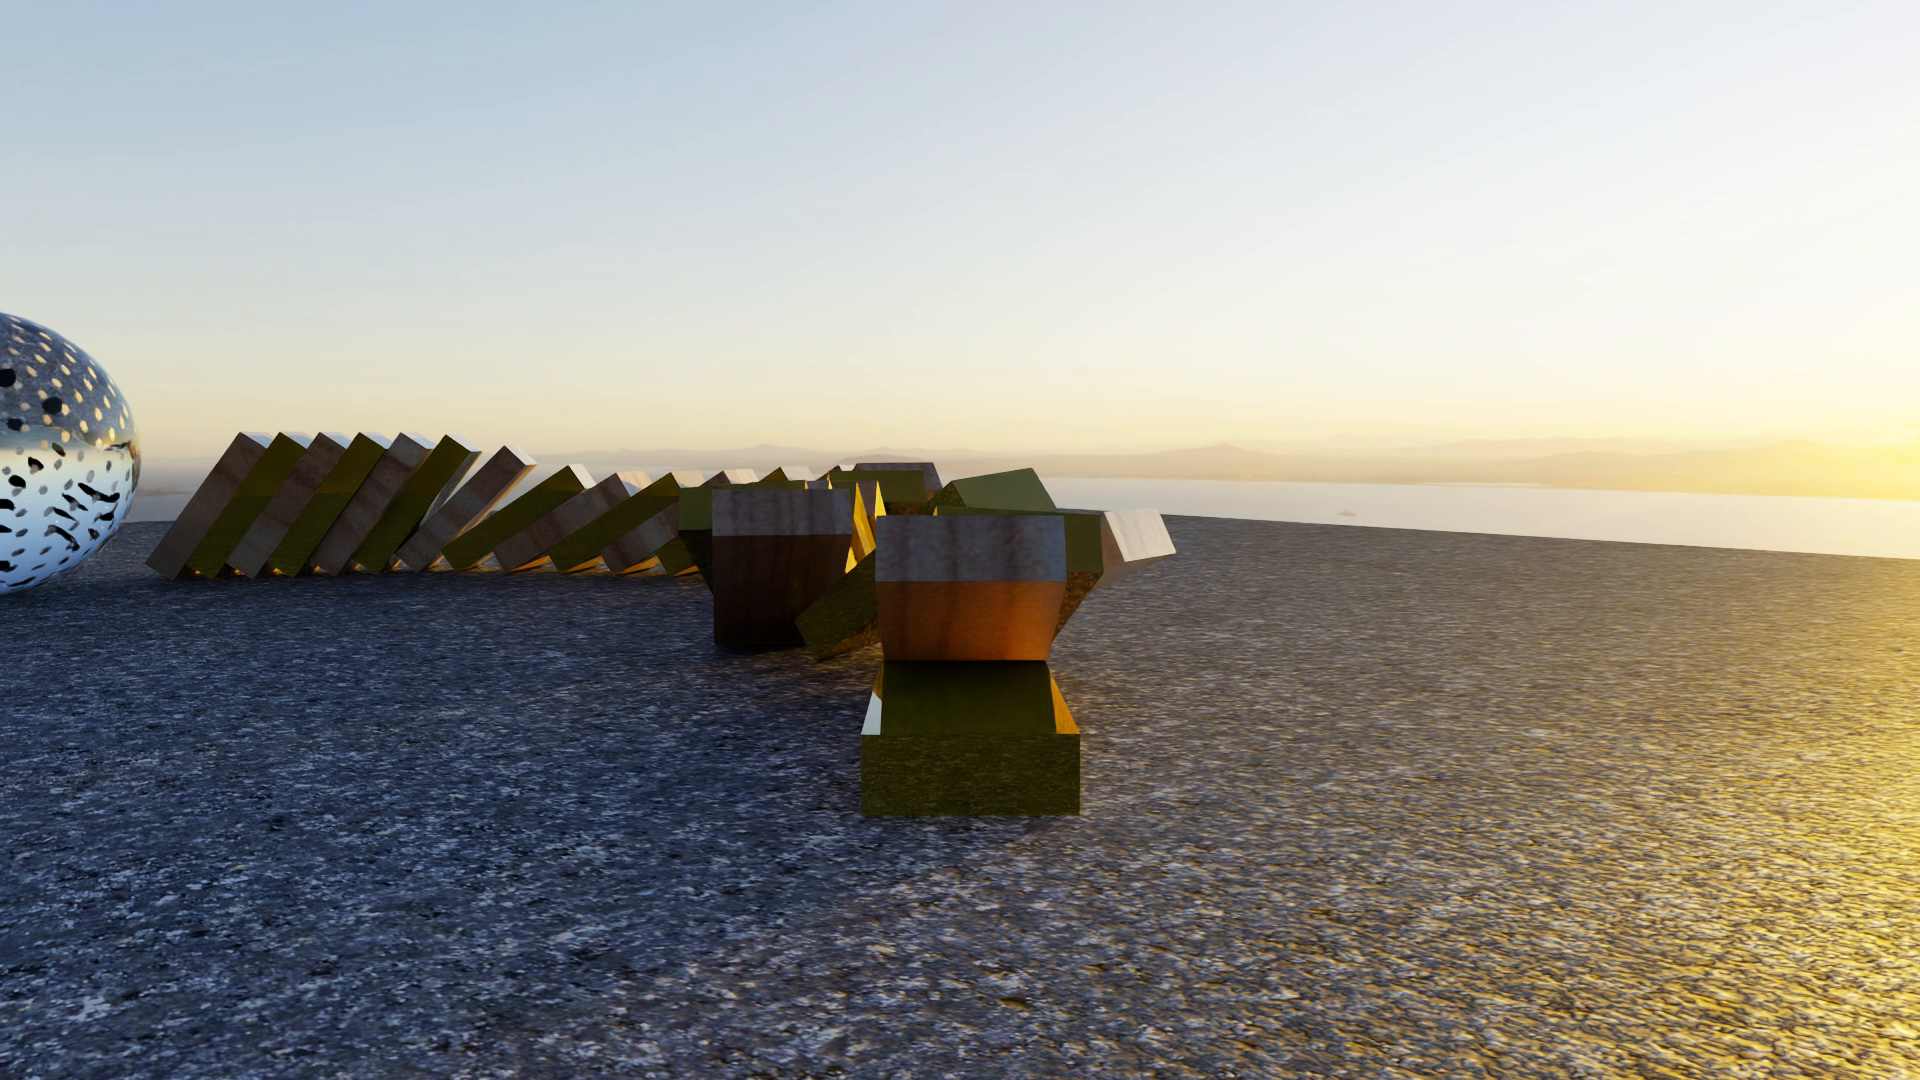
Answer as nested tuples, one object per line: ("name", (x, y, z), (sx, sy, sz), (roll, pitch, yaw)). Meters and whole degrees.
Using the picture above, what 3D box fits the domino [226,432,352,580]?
("domino", (-0.214, -0.012, 0.415), (0.009, 0.050, 0.025), (35, -3, -12))

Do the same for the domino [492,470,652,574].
("domino", (-0.128, -0.006, 0.428), (0.050, 0.009, 0.025), (-30, 0, 8))

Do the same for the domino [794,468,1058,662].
("domino", (-0.007, 0.005, 0.247), (0.050, 0.009, 0.025), (-40, -17, 35))

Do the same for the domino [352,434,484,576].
("domino", (-0.181, -0.012, 0.429), (0.010, 0.050, 0.025), (37, -3, -11))

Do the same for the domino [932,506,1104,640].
("domino", (0.004, 0.010, 0.213), (0.025, 0.009, 0.050), (3, -24, -10))

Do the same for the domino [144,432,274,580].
("domino", (-0.237, -0.012, 0.412), (0.010, 0.050, 0.025), (35, -3, -12))

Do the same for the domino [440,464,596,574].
("domino", (-0.148, -0.008, 0.434), (0.050, 0.009, 0.025), (-34, 7, -3))

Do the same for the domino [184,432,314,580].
("domino", (-0.226, -0.012, 0.413), (0.009, 0.050, 0.025), (35, -3, -12))

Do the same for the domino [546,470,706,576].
("domino", (-0.109, -0.006, 0.423), (0.050, 0.009, 0.025), (-30, -1, 10))

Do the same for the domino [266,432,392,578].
("domino", (-0.203, -0.012, 0.418), (0.009, 0.050, 0.025), (35, -3, -12))

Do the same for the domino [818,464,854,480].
("domino", (-0.052, -0.006, 0.408), (0.050, 0.009, 0.025), (-33, -6, 13))

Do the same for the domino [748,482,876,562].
("domino", (-0.034, 0.002, 0.313), (0.025, 0.009, 0.050), (0, -27, 5))

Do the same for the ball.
("ball", (-0.272, -0.024, 0.352), (0.080, 0.080, 0.080), (0, 4, 0))

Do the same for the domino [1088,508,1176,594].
("domino", (0.014, 0.009, 0.247), (0.050, 0.009, 0.025), (-27, -11, 29))

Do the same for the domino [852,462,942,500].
("domino", (-0.028, -0.004, 0.376), (0.025, 0.009, 0.050), (-3, -31, -34))

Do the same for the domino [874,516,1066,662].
("domino", (0.001, 0.011, 0.192), (0.025, 0.009, 0.050), (0, -24, -1))

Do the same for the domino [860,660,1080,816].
("domino", (0.001, 0.025, 0.171), (0.025, 0.010, 0.050), (0, 4, -1))

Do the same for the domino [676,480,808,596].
("domino", (-0.041, 0.004, 0.273), (0.025, 0.010, 0.050), (-4, -27, 2))

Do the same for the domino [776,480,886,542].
("domino", (-0.031, 0.001, 0.332), (0.025, 0.009, 0.050), (0, -26, 4))

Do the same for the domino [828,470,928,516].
("domino", (-0.026, -0.002, 0.354), (0.025, 0.009, 0.050), (-1, -29, -13))

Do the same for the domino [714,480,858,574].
("domino", (-0.038, 0.003, 0.293), (0.025, 0.009, 0.050), (-2, -27, 4))

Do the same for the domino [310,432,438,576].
("domino", (-0.192, -0.012, 0.423), (0.009, 0.050, 0.025), (35, -3, -12))

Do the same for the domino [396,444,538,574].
("domino", (-0.166, -0.011, 0.434), (0.009, 0.050, 0.025), (45, -4, -10))

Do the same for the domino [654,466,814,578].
("domino", (-0.071, -0.006, 0.411), (0.050, 0.009, 0.025), (-33, -4, 12))

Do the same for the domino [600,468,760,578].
("domino", (-0.090, -0.006, 0.417), (0.050, 0.010, 0.025), (-31, -2, 12))

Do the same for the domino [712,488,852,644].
("domino", (-0.036, 0.006, 0.255), (0.025, 0.009, 0.050), (-1, -27, -11))
